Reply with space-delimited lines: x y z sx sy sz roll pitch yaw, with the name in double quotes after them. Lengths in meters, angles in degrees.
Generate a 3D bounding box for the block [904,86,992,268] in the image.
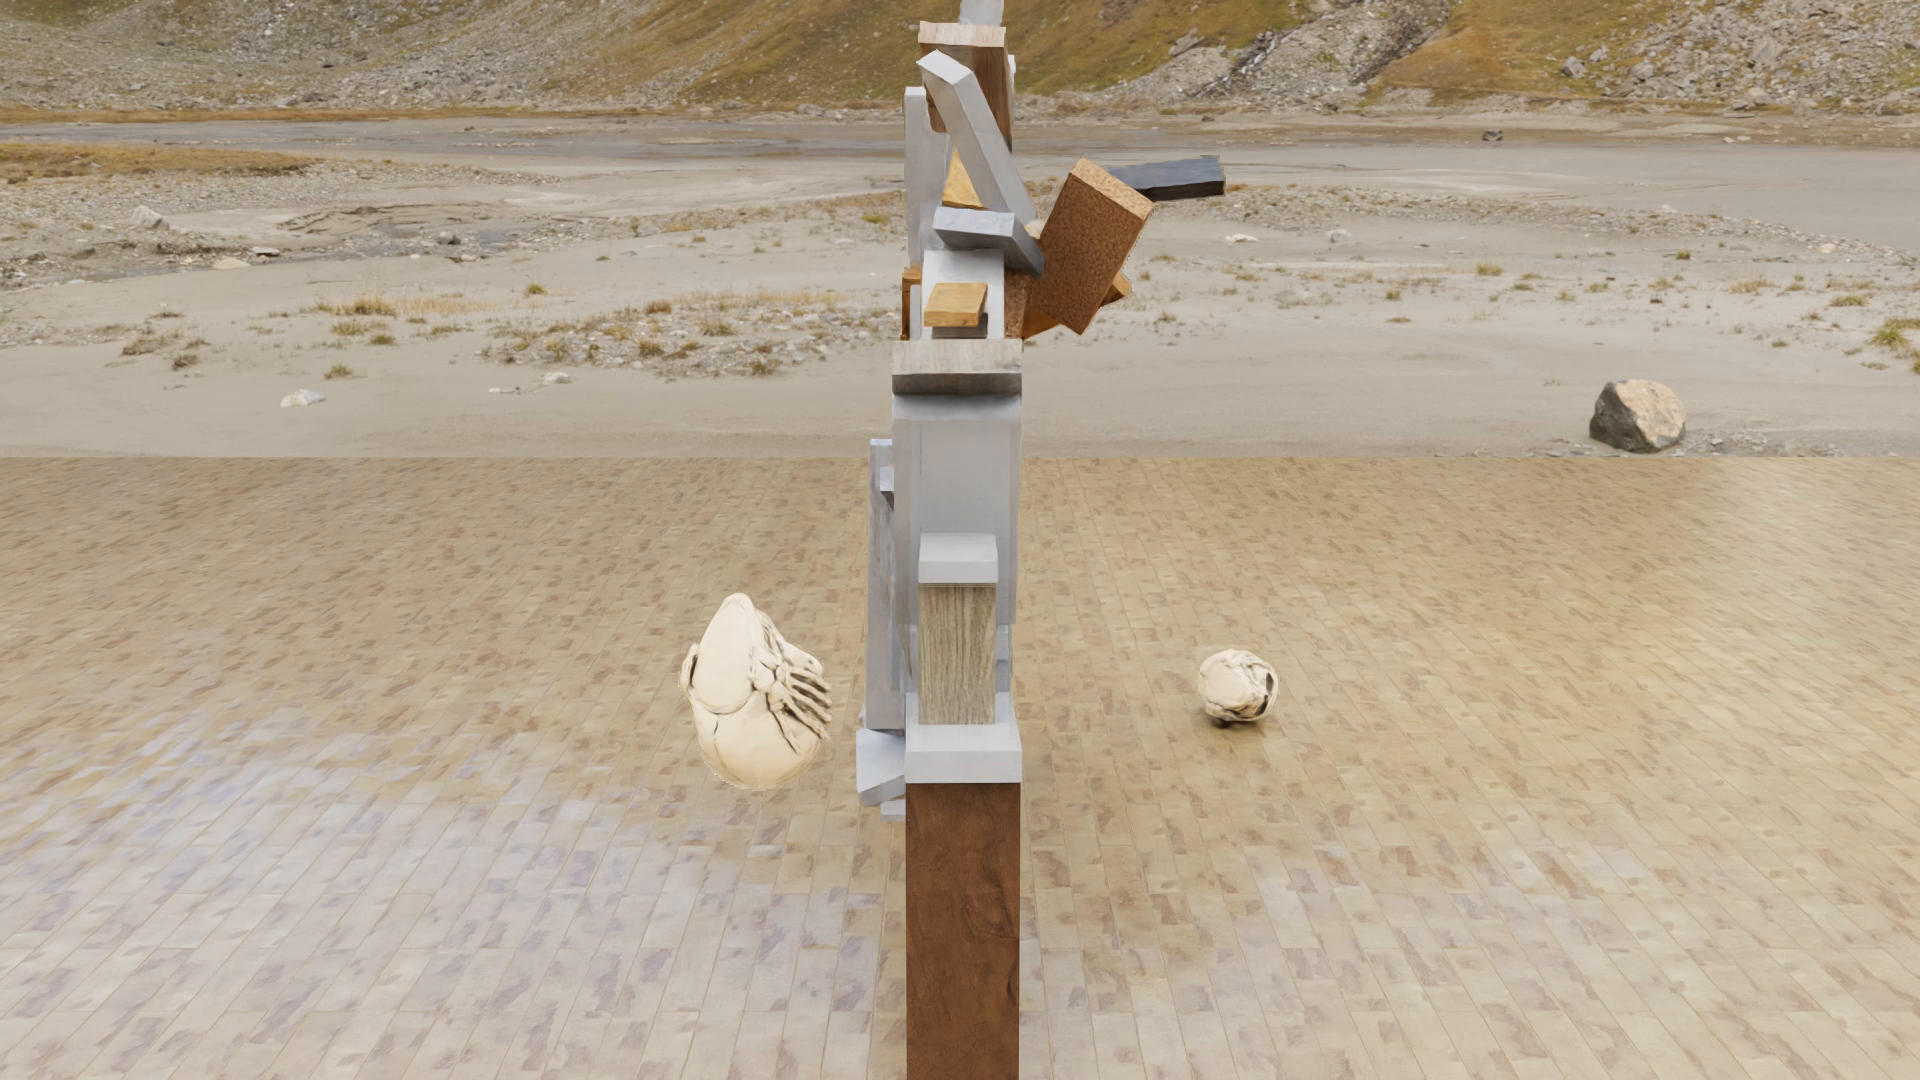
-0.010 -0.623 3.798 0.160 0.319 0.045 1 32 3 "block"

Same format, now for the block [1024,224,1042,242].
0.145 -0.422 3.384 0.159 0.080 0.023 30 45 27 "block"

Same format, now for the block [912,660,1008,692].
0.000 0.340 3.091 0.135 0.375 0.038 0 10 0 "block"

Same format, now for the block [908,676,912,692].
0.000 0.392 3.778 0.174 0.347 0.049 0 7 1 "block"

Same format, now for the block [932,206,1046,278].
0.044 -0.418 3.105 0.112 0.032 0.223 8 -6 14 "block"

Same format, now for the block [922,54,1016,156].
0.012 -0.714 3.875 0.160 0.319 0.045 1 50 0 "block"

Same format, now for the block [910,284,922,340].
-0.009 -0.280 3.828 0.160 0.320 0.045 2 8 1 "block"

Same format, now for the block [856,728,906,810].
-0.134 0.419 4.247 0.127 0.036 0.279 -22 19 5 "block"

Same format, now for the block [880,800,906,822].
-0.124 0.504 4.095 0.047 0.013 0.094 -1 11 -4 "block"

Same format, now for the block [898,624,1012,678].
-0.012 0.173 3.861 0.174 0.049 0.347 -1 11 -4 "block"

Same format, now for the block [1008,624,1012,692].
0.003 0.223 3.366 0.149 0.299 0.042 0 4 0 "block"

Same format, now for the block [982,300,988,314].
0.001 -0.269 2.969 0.072 0.020 0.143 -1 49 2 "block"

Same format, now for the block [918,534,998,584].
-0.002 0.023 2.846 0.099 0.028 0.198 0 10 0 "block"

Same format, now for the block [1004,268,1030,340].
0.028 -0.282 3.157 0.112 0.223 0.032 9 -12 4 "block"

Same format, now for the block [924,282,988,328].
-0.005 -0.316 2.948 0.072 0.020 0.143 1 22 6 "block"

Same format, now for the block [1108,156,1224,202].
0.294 -0.513 3.145 0.159 0.023 0.080 -6 35 3 "block"

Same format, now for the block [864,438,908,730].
-0.092 0.087 4.090 0.160 0.558 0.045 0 19 -5 "block"

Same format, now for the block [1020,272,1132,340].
0.149 -0.372 3.350 0.269 0.080 0.023 -17 33 56 "block"

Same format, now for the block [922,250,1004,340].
0.004 -0.296 3.032 0.112 0.223 0.032 0 -24 2 "block"

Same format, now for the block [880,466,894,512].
-0.052 -0.085 3.607 0.139 0.039 0.277 -2 -6 2 "block"

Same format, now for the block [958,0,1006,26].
0.030 -0.874 3.791 0.072 0.144 0.020 8 19 -8 "block"

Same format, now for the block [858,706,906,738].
-0.096 0.268 4.290 0.127 0.036 0.255 12 52 11 "block"

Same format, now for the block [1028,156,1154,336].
0.175 -0.419 3.176 0.121 0.034 0.337 33 -26 3 "block"

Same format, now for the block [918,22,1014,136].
0.011 -0.670 3.209 0.121 0.034 0.242 5 -20 6 "block"

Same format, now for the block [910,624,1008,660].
-0.001 0.120 3.143 0.135 0.038 0.269 0 11 0 "block"

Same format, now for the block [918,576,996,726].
-0.004 0.142 2.828 0.099 0.198 0.028 0 21 -1 "block"

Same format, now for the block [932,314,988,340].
0.001 -0.273 2.898 0.072 0.020 0.143 -1 18 2 "block"

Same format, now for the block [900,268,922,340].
-0.025 -0.324 3.922 0.160 0.320 0.045 3 30 1 "block"

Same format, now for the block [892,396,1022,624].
-0.005 -0.035 2.949 0.166 0.365 0.047 0 42 0 "block"

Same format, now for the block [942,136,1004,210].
0.023 -0.617 3.602 0.072 0.144 0.020 11 -6 9 "block"

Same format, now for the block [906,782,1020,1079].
0.004 0.517 2.824 0.145 0.453 0.041 0 11 0 "block"

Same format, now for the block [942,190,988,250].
0.013 -0.455 3.688 0.072 0.277 0.020 3 30 9 "block"

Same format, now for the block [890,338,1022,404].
-0.002 -0.178 2.943 0.166 0.047 0.331 0 -19 1 "block"

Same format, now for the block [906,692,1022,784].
0.001 0.256 2.875 0.145 0.041 0.290 0 11 -1 "block"

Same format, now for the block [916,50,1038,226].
0.025 -0.555 3.055 0.034 0.242 0.121 -34 36 -8 "block"
